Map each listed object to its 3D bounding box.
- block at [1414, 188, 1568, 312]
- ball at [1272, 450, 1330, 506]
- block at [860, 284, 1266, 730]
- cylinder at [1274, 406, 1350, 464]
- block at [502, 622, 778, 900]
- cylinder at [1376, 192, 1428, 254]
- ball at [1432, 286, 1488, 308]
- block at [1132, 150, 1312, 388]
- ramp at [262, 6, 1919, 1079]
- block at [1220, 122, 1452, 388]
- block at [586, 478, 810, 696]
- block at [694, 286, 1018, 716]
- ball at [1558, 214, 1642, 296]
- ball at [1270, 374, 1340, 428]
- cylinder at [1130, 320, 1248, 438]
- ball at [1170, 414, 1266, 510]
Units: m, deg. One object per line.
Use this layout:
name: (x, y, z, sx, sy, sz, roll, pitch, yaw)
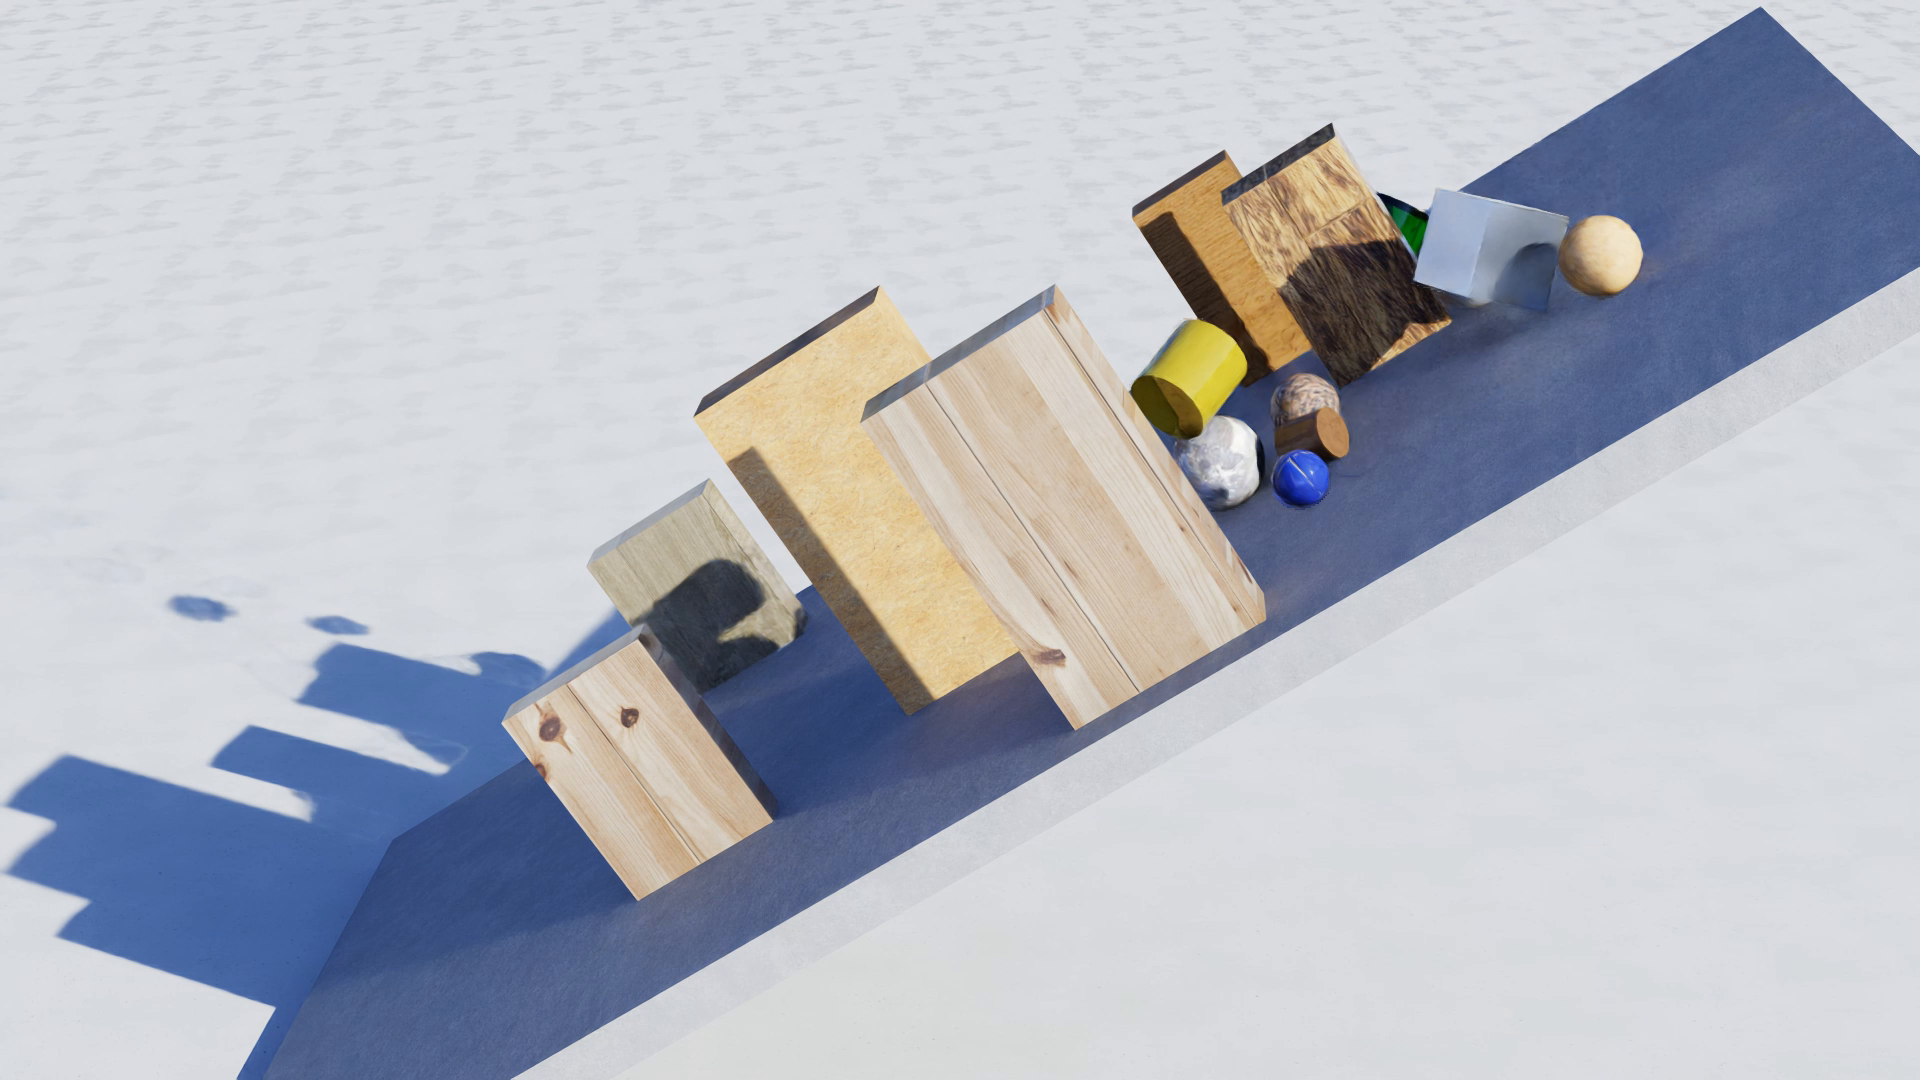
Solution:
block: (1.052, -0.576, 5.831, 0.191, 0.191, 0.191, 7, 11, -27)
ball: (0.656, -0.119, 5.670, 0.111, 0.111, 0.111, 0, 21, 0)
block: (0.191, -0.054, 5.324, 0.410, 0.704, 0.129, -31, 16, 14)
cylinder: (0.698, -0.198, 5.832, 0.106, 0.106, 0.106, -22, 3, 39)
block: (-0.651, 0.456, 6.013, 0.343, 0.474, 0.092, -31, 16, 14)
cylinder: (0.943, -0.668, 6.527, 0.158, 0.158, 0.158, 26, 1, 0)
ball: (1.050, -0.562, 6.071, 0.167, 0.167, 0.167, 0, 21, 0)
block: (0.612, -0.602, 6.551, 0.243, 0.467, 0.100, -31, 16, 14)
ramp: (0.139, 0.171, 6.298, 4.000, 0.100, 2.000, -31, 16, 14)
block: (0.787, -0.594, 6.155, 0.272, 0.466, 0.138, -31, 16, 14)
block: (-0.629, 0.124, 7.078, 0.344, 0.421, 0.116, -31, 16, 14)
block: (-0.133, -0.073, 5.956, 0.438, 0.766, 0.134, -31, 16, 14)
ball: (1.232, -0.546, 5.656, 0.157, 0.157, 0.157, 0, 21, 0)
ball: (0.700, -0.268, 5.970, 0.142, 0.142, 0.142, 0, 21, 0)
cylinder: (0.457, -0.320, 5.862, 0.169, 0.169, 0.169, 16, 55, 37)
ball: (0.519, -0.157, 5.925, 0.191, 0.191, 0.191, 0, 21, 0)
